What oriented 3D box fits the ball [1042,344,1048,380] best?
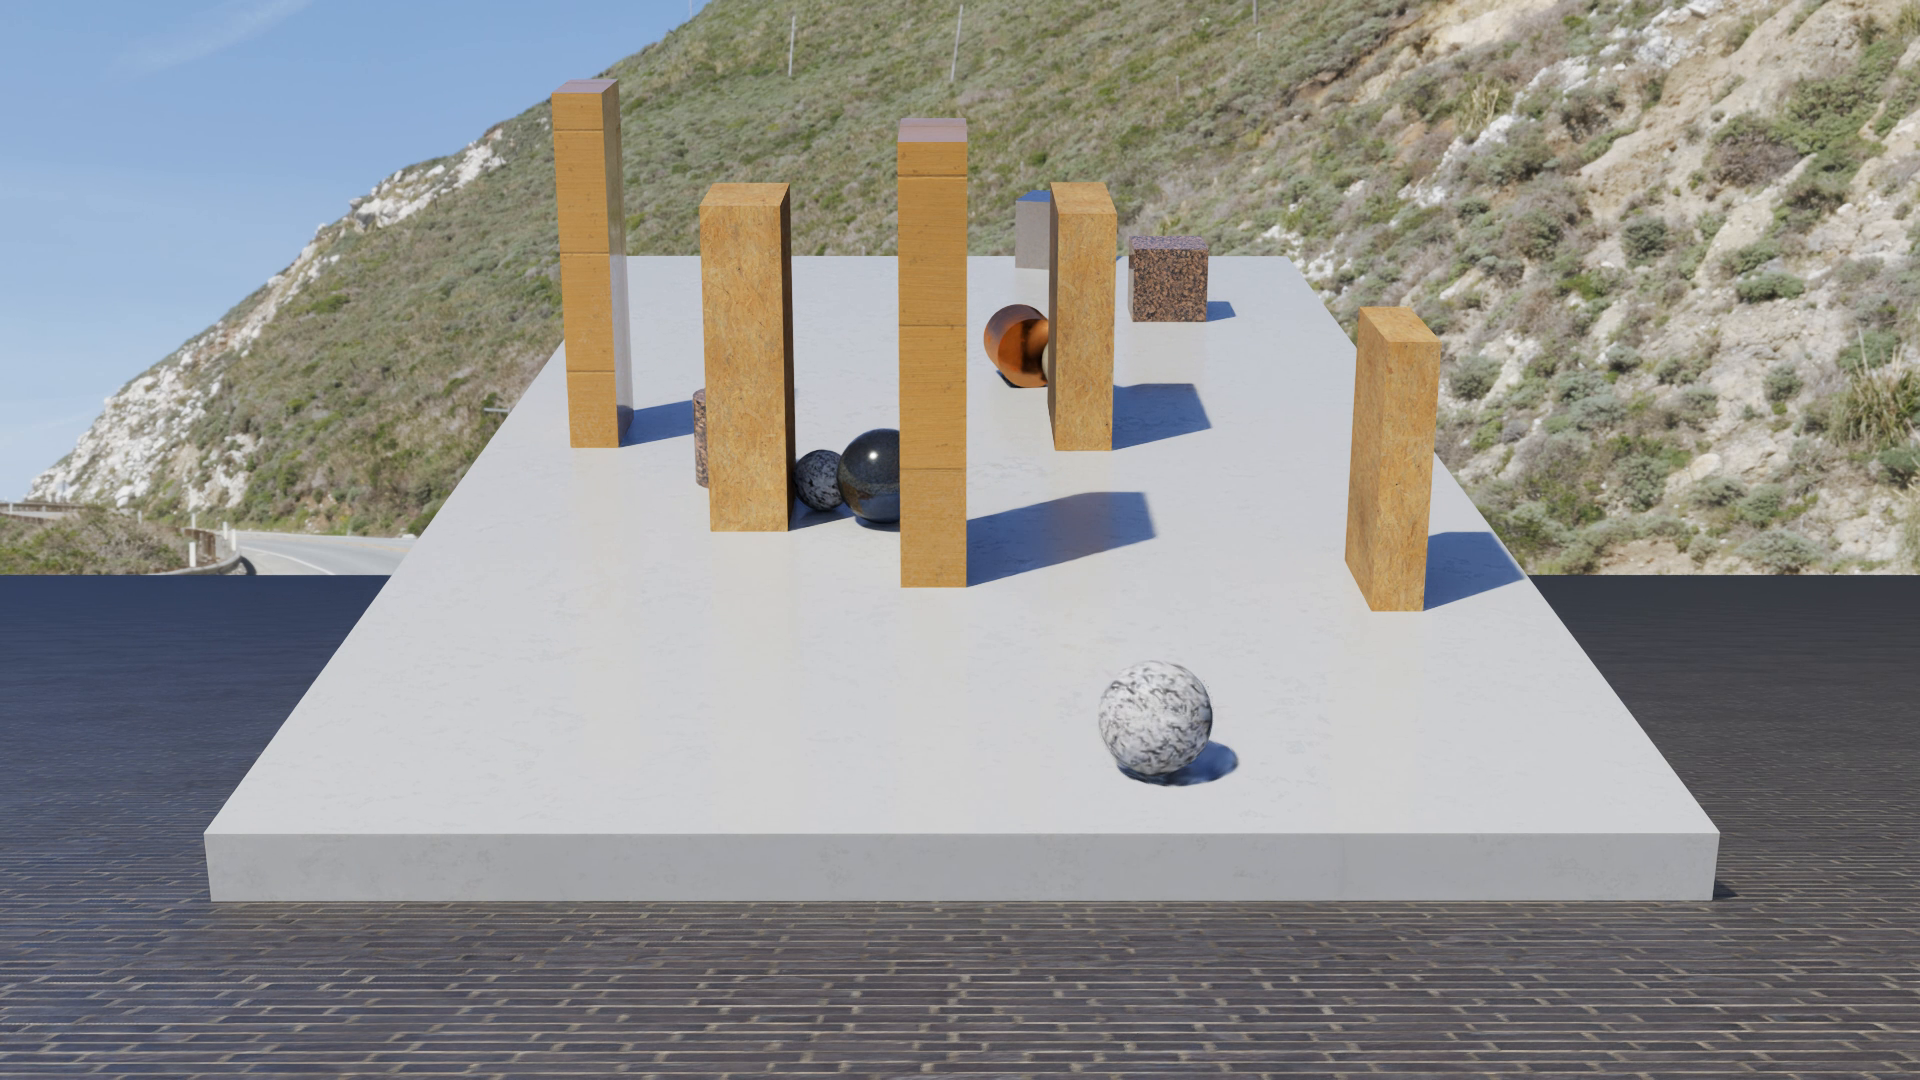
[{"bbox_3d":[0.264,-0.409,5.138,0.154,0.154,0.154,0,-1,0],"label":"ball"}]

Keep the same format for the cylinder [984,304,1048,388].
[{"bbox_3d":[0.152,-0.458,5.271,0.165,0.165,0.165,0,18,-12],"label":"cylinder"}]

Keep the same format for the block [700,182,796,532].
[{"bbox_3d":[-0.394,-0.346,4.207,0.144,0.610,0.256,0,18,0],"label":"block"}]

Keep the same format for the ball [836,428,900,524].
[{"bbox_3d":[-0.142,-0.120,4.210,0.181,0.181,0.181,0,-1,0],"label":"ball"}]

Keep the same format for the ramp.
[{"bbox_3d":[-0.004,-0.188,4.868,2.000,0.100,4.000,0,18,0],"label":"ramp"}]

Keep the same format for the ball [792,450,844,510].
[{"bbox_3d":[-0.263,-0.115,4.296,0.118,0.118,0.118,0,-1,0],"label":"ball"}]

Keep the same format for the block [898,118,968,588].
[{"bbox_3d":[-0.046,-0.328,3.901,0.114,0.768,0.294,0,18,0],"label":"block"}]

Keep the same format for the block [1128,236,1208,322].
[{"bbox_3d":[0.551,-0.695,5.950,0.194,0.194,0.194,0,18,0],"label":"block"}]

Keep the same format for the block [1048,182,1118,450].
[{"bbox_3d":[0.259,-0.488,4.821,0.119,0.501,0.401,0,18,0],"label":"block"}]

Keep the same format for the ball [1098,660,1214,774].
[{"bbox_3d":[0.273,0.247,3.122,0.160,0.160,0.160,0,-1,0],"label":"ball"}]

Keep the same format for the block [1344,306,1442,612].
[{"bbox_3d":[0.736,-0.142,3.824,0.087,0.464,0.269,0,18,0],"label":"block"}]

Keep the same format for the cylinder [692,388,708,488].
[{"bbox_3d":[-0.444,-0.206,4.479,0.176,0.176,0.176,0,18,0],"label":"cylinder"}]

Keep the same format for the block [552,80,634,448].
[{"bbox_3d":[-0.771,-0.584,4.725,0.101,0.740,0.242,0,18,0],"label":"block"}]

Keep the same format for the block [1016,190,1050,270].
[{"bbox_3d":[0.285,-0.915,6.615,0.199,0.199,0.199,5,19,15],"label":"block"}]
